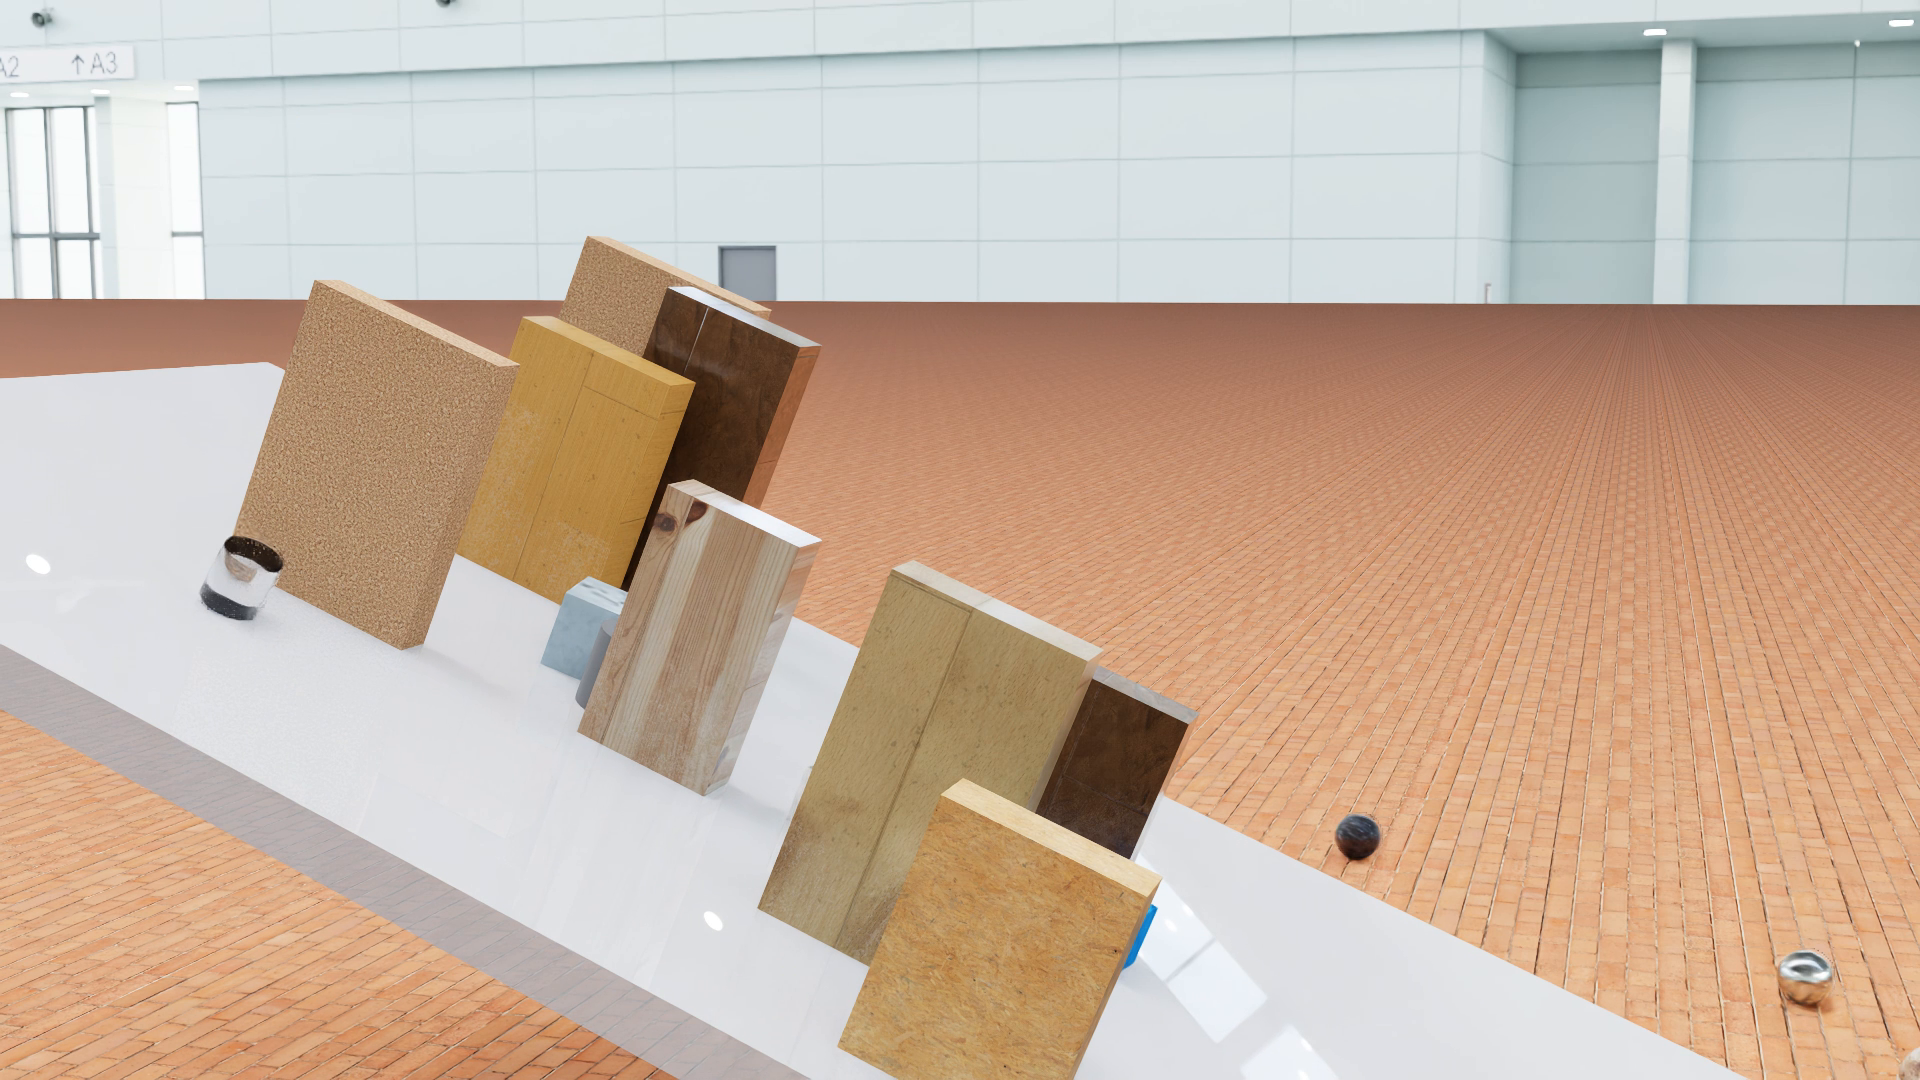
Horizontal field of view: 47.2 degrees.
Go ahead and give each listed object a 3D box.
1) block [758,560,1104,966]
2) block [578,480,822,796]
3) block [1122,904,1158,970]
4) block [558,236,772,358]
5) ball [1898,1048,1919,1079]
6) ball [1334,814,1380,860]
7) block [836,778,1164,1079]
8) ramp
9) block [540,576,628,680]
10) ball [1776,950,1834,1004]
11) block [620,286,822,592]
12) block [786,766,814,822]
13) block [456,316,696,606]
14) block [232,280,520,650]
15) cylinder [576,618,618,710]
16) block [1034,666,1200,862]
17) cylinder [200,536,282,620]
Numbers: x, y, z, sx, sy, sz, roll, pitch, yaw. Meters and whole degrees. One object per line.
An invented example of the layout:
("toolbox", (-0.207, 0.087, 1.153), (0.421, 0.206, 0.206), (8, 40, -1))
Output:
("block", (-0.052, 0.390, 3.555), (0.345, 0.619, 0.109), (25, 13, 13))
("block", (-0.476, 0.176, 4.001), (0.272, 0.498, 0.111), (25, 13, 13))
("block", (0.264, 0.696, 3.960), (0.117, 0.117, 0.117), (27, 14, 22))
("block", (-0.769, -0.315, 5.147), (0.447, 0.665, 0.106), (25, 13, 13))
("ball", (2.139, 1.188, 4.805), (0.169, 0.169, 0.169), (0, 7, 0))
("ball", (1.261, 0.941, 6.972), (0.144, 0.144, 0.144), (0, 7, 0))
("block", (0.056, 0.620, 3.228), (0.329, 0.426, 0.109), (25, 13, 13))
("ramp", (-0.301, 0.531, 4.191), (4.000, 0.100, 2.000), (25, 13, 13))
("block", (-0.711, 0.186, 4.349), (0.154, 0.154, 0.154), (23, 13, 2))
("ball", (2.146, 1.111, 5.586), (0.137, 0.137, 0.137), (0, 7, 0))
("block", (-0.589, -0.176, 4.835), (0.330, 0.682, 0.130), (25, 13, 13))
("block", (-0.227, 0.485, 4.028), (0.109, 0.109, 0.109), (30, 15, 30))
("block", (-0.836, -0.159, 4.694), (0.364, 0.535, 0.128), (25, 13, 13))
("block", (-1.101, -0.142, 4.102), (0.406, 0.572, 0.081), (25, 13, 13))
("cylinder", (-0.636, 0.254, 4.198), (0.154, 0.154, 0.154), (21, 13, -5))
("block", (0.158, 0.432, 4.156), (0.446, 0.430, 0.110), (25, 13, 13))
("cylinder", (-1.288, 0.069, 3.939), (0.108, 0.108, 0.108), (30, 18, -10))
